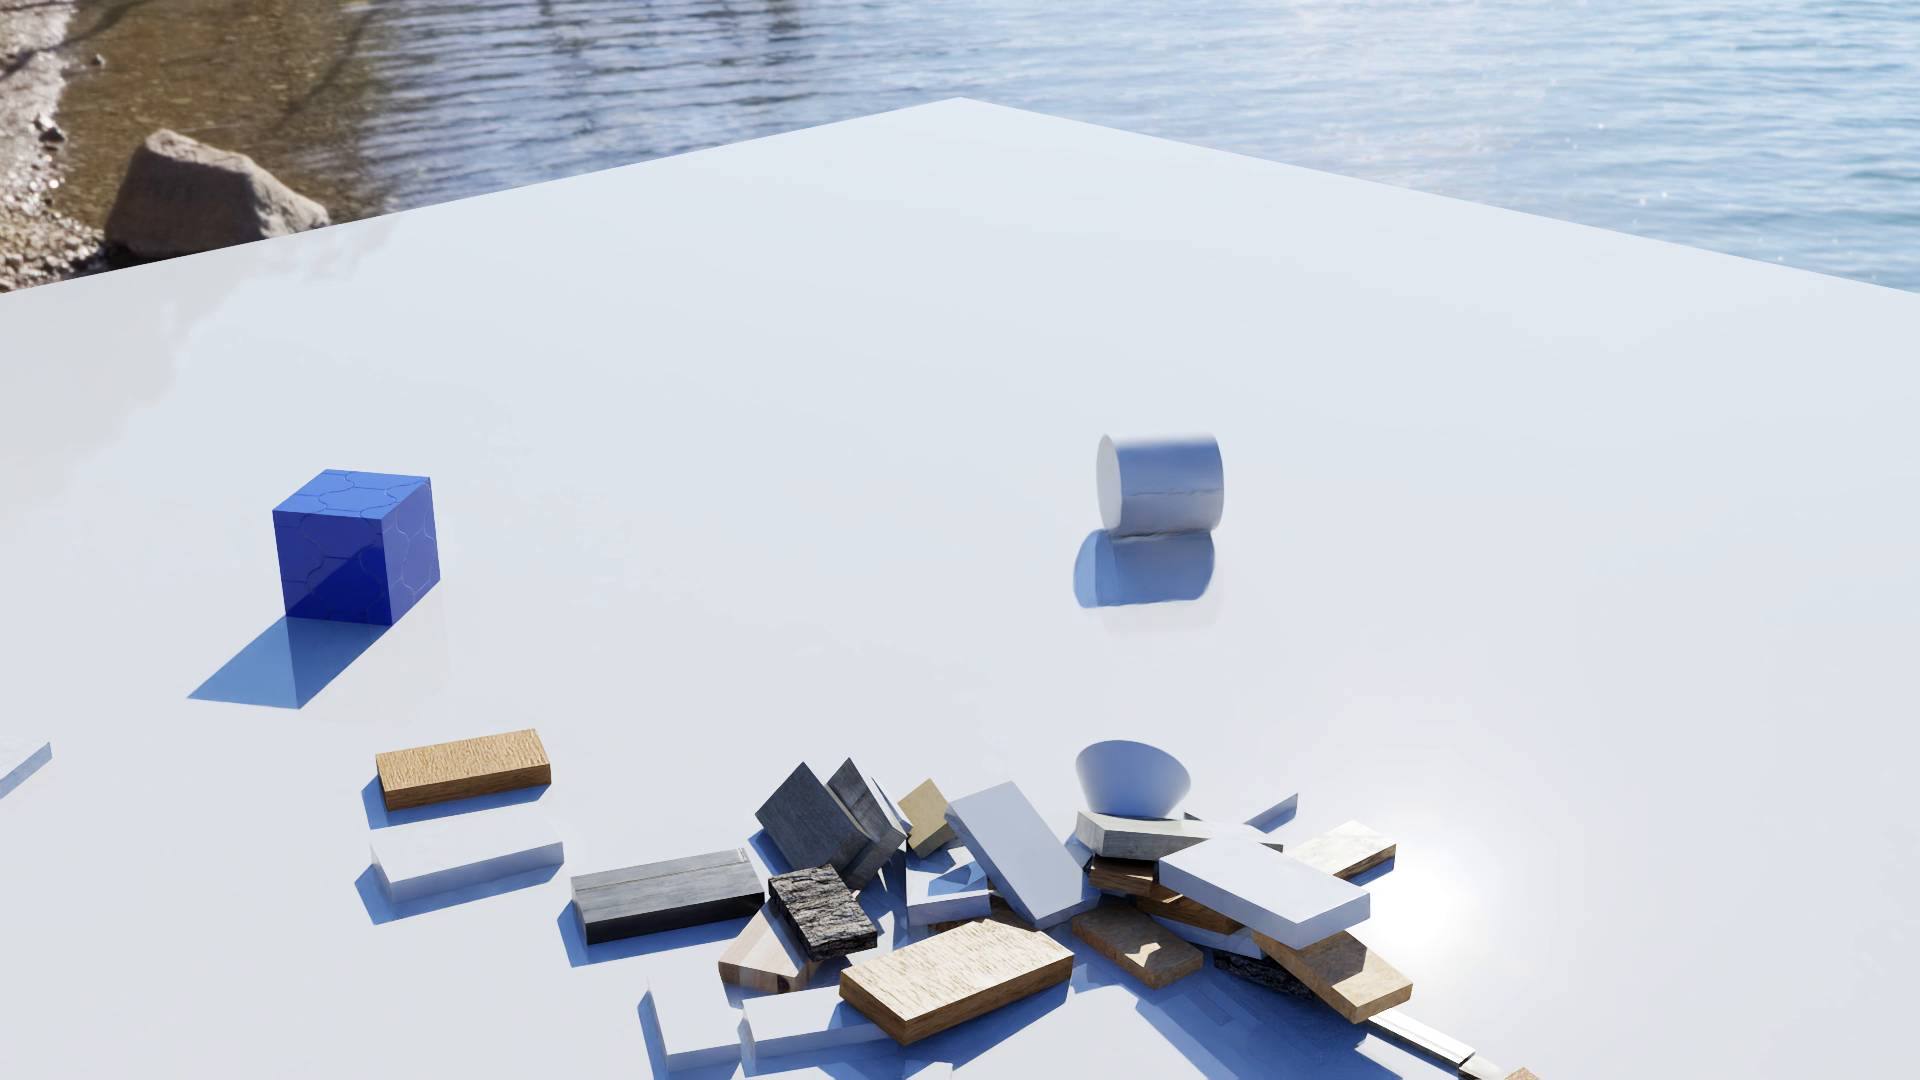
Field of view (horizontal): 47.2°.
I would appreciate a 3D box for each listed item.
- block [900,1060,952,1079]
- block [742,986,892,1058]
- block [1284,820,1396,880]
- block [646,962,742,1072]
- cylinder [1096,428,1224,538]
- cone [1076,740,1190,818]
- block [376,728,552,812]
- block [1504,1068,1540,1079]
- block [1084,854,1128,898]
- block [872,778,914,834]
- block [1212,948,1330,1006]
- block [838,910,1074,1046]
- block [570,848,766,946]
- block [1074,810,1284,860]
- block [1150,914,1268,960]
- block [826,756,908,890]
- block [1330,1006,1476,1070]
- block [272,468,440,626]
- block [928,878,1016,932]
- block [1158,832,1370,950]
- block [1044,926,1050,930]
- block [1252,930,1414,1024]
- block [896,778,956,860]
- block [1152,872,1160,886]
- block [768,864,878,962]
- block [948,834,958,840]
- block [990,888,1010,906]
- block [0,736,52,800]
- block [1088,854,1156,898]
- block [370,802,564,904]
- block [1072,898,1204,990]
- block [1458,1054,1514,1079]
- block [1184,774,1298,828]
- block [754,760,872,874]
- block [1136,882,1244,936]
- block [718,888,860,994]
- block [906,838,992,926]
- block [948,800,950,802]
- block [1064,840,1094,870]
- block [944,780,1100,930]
[{"bbox_3d":[-0.067,0.923,3.556,0.078,0.022,0.235,3,23,7],"label":"block"},{"bbox_3d":[-0.241,0.822,3.779,0.247,0.035,0.123,-6,24,-14],"label":"block"},{"bbox_3d":[0.729,0.615,4.269,0.225,0.032,0.113,-18,29,-35],"label":"block"},{"bbox_3d":[-0.460,0.819,3.786,0.123,0.035,0.247,-6,24,-14],"label":"block"},{"bbox_3d":[0.522,-0.149,5.764,0.272,0.272,0.272,-4,23,-10],"label":"cylinder"},{"bbox_3d":[0.318,0.557,4.314,0.235,0.235,0.235,6,50,13],"label":"cone"},{"bbox_3d":[-1.034,0.476,4.577,0.335,0.047,0.167,-8,24,-19],"label":"block"},{"bbox_3d":[0.942,0.905,3.586,0.051,0.015,0.103,-17,38,-37],"label":"block"},{"bbox_3d":[0.228,0.628,4.196,0.209,0.030,0.104,12,13,16],"label":"block"},{"bbox_3d":[-0.166,0.552,4.315,0.030,0.104,0.209,38,2,-26],"label":"block"},{"bbox_3d":[0.588,0.748,3.891,0.130,0.037,0.259,-20,19,-38],"label":"block"},{"bbox_3d":[-0.003,0.760,3.849,0.387,0.050,0.177,-13,28,-39],"label":"block"},{"bbox_3d":[-0.549,0.667,4.129,0.335,0.047,0.167,-8,24,-17],"label":"block"},{"bbox_3d":[0.415,0.572,4.185,0.355,0.050,0.177,6,3,-14],"label":"block"},{"bbox_3d":[0.487,0.695,3.996,0.130,0.037,0.259,-20,16,-39],"label":"block"},{"bbox_3d":[-0.207,0.552,4.287,0.041,0.145,0.291,38,5,-29],"label":"block"},{"bbox_3d":[0.707,0.818,3.814,0.399,0.015,0.051,21,31,40],"label":"block"},{"bbox_3d":[-1.468,0.015,5.370,0.278,0.278,0.278,5,23,11],"label":"block"},{"bbox_3d":[0.056,0.679,4.119,0.115,0.033,0.230,17,28,34],"label":"block"},{"bbox_3d":[0.539,0.619,3.913,0.177,0.050,0.355,-15,20,-33],"label":"block"},{"bbox_3d":[0.165,0.691,4.114,0.054,0.015,0.107,14,27,29],"label":"block"},{"bbox_3d":[0.639,0.725,3.783,0.130,0.037,0.259,-14,32,-32],"label":"block"},{"bbox_3d":[-0.066,0.540,4.273,0.104,0.030,0.209,-37,20,-3],"label":"block"},{"bbox_3d":[0.447,0.642,4.220,0.157,0.022,0.078,-19,29,-37],"label":"block"},{"bbox_3d":[-0.252,0.678,4.010,0.123,0.035,0.247,-9,25,-21],"label":"block"},{"bbox_3d":[-0.021,0.559,4.287,0.061,0.017,0.121,-10,9,-10],"label":"block"},{"bbox_3d":[0.106,0.652,4.122,0.054,0.015,0.107,12,26,26],"label":"block"},{"bbox_3d":[-2.028,0.494,4.544,0.145,0.041,0.291,5,23,11],"label":"block"},{"bbox_3d":[0.307,0.614,4.132,0.113,0.032,0.225,10,8,6],"label":"block"},{"bbox_3d":[-0.957,0.606,4.271,0.335,0.047,0.167,-11,25,-25],"label":"block"},{"bbox_3d":[0.320,0.732,3.995,0.115,0.033,0.230,-16,28,-34],"label":"block"},{"bbox_3d":[0.884,0.891,3.642,0.103,0.015,0.051,20,30,39],"label":"block"},{"bbox_3d":[0.568,0.543,4.441,0.225,0.032,0.112,-21,31,-40],"label":"block"},{"bbox_3d":[-0.290,0.558,4.282,0.145,0.041,0.291,-47,33,-1],"label":"block"},{"bbox_3d":[0.443,0.663,4.014,0.115,0.033,0.230,-19,16,-37],"label":"block"},{"bbox_3d":[-0.308,0.720,4.010,0.149,0.042,0.299,8,24,18],"label":"block"},{"bbox_3d":[-0.024,0.632,4.147,0.149,0.042,0.299,-8,16,0],"label":"block"},{"bbox_3d":[-0.025,0.537,4.320,0.061,0.017,0.121,-13,10,-25],"label":"block"},{"bbox_3d":[0.198,0.622,4.136,0.054,0.015,0.107,27,62,25],"label":"block"},{"bbox_3d":[0.114,0.588,4.103,0.149,0.042,0.299,-15,50,-32],"label":"block"}]
